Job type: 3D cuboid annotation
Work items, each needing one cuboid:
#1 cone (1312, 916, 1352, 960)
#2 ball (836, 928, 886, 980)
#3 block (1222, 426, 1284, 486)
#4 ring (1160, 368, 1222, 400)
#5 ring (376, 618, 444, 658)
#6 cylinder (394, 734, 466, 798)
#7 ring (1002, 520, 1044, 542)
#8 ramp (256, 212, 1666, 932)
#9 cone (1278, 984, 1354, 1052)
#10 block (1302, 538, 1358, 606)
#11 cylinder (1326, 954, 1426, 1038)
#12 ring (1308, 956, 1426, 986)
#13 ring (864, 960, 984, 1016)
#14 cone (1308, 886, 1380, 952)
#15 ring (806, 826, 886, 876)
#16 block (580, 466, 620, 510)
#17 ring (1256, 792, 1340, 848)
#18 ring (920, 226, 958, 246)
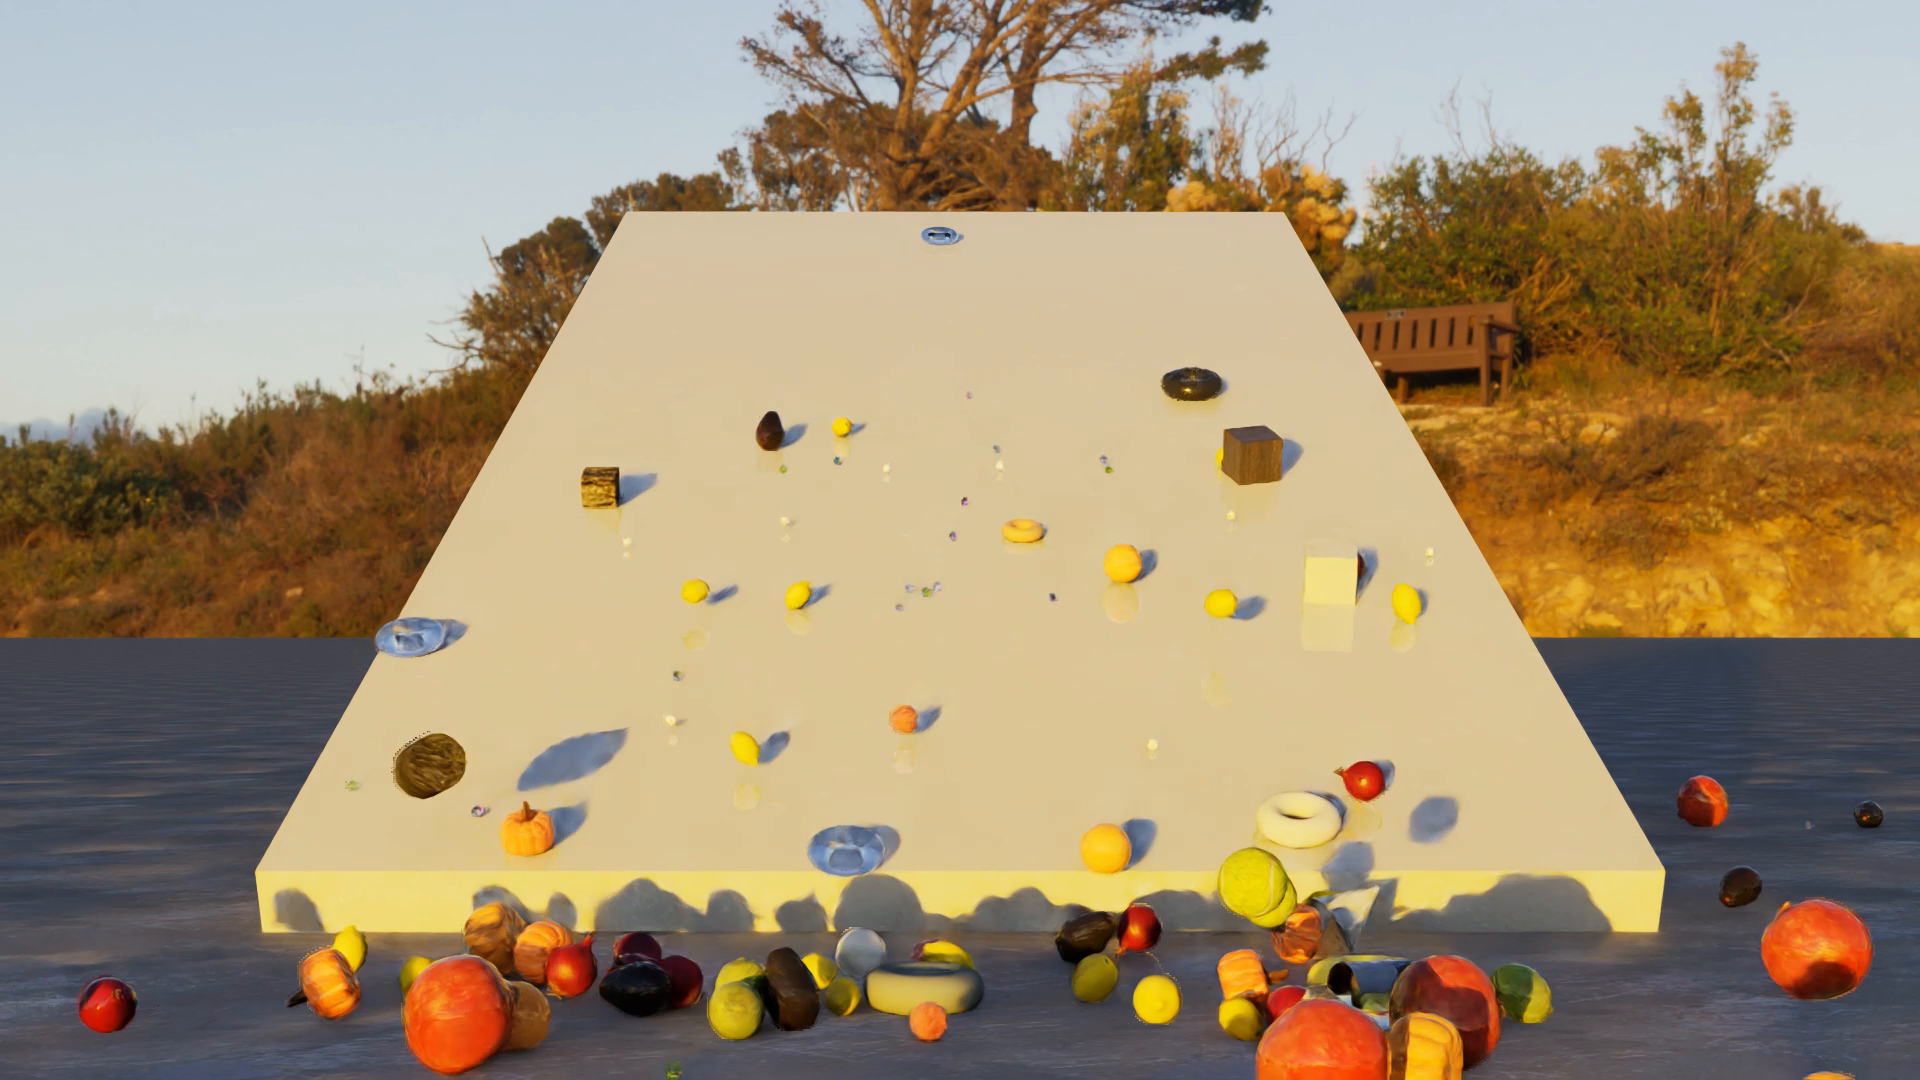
[{"bbox_3d":[0.492,0.524,3.026,0.056,0.056,0.056,0,-2,0],"label":"cone"},{"bbox_3d":[-0.116,0.486,2.688,0.059,0.059,0.059,0,-2,0],"label":"ball"},{"bbox_3d":[0.607,-0.177,4.760,0.093,0.093,0.093,-6,22,-15],"label":"block"},{"bbox_3d":[0.535,-0.360,5.286,0.143,0.048,0.143,-1,23,0],"label":"ring"},{"bbox_3d":[-0.949,0.168,3.954,0.117,0.039,0.117,-1,22,1],"label":"ring"},{"bbox_3d":[-0.740,0.316,3.196,0.080,0.080,0.080,1,-14,-29],"label":"cylinder"},{"bbox_3d":[0.122,-0.018,4.446,0.081,0.027,0.081,1,22,0],"label":"ring"},{"bbox_3d":[-0.006,-0.218,5.125,2.000,0.100,4.000,0,22,0],"label":"ramp"},{"bbox_3d":[0.353,0.509,2.369,0.076,0.076,0.076,2,-33,-44],"label":"cone"},{"bbox_3d":[0.673,0.058,4.166,0.092,0.092,0.092,3,22,6],"label":"block"},{"bbox_3d":[0.446,0.490,2.459,0.077,0.077,0.077,-7,0,-23],"label":"cylinder"},{"bbox_3d":[0.476,0.516,2.683,0.138,0.046,0.138,-1,-3,0],"label":"ring"},{"bbox_3d":[-0.042,0.513,2.620,0.139,0.046,0.139,0,-1,0],"label":"ring"},{"bbox_3d":[0.531,0.491,3.074,0.090,0.090,0.090,-34,7,-14],"label":"cone"},{"bbox_3d":[-0.162,0.443,3.263,0.112,0.037,0.112,1,21,0],"label":"ring"},{"bbox_3d":[-0.722,-0.105,4.605,0.068,0.068,0.068,0,22,-1],"label":"block"},{"bbox_3d":[0.495,0.409,3.347,0.124,0.041,0.124,0,23,0],"label":"ring"},{"bbox_3d":[-0.060,-0.878,6.613,0.108,0.036,0.108,1,22,-1],"label":"ring"}]
